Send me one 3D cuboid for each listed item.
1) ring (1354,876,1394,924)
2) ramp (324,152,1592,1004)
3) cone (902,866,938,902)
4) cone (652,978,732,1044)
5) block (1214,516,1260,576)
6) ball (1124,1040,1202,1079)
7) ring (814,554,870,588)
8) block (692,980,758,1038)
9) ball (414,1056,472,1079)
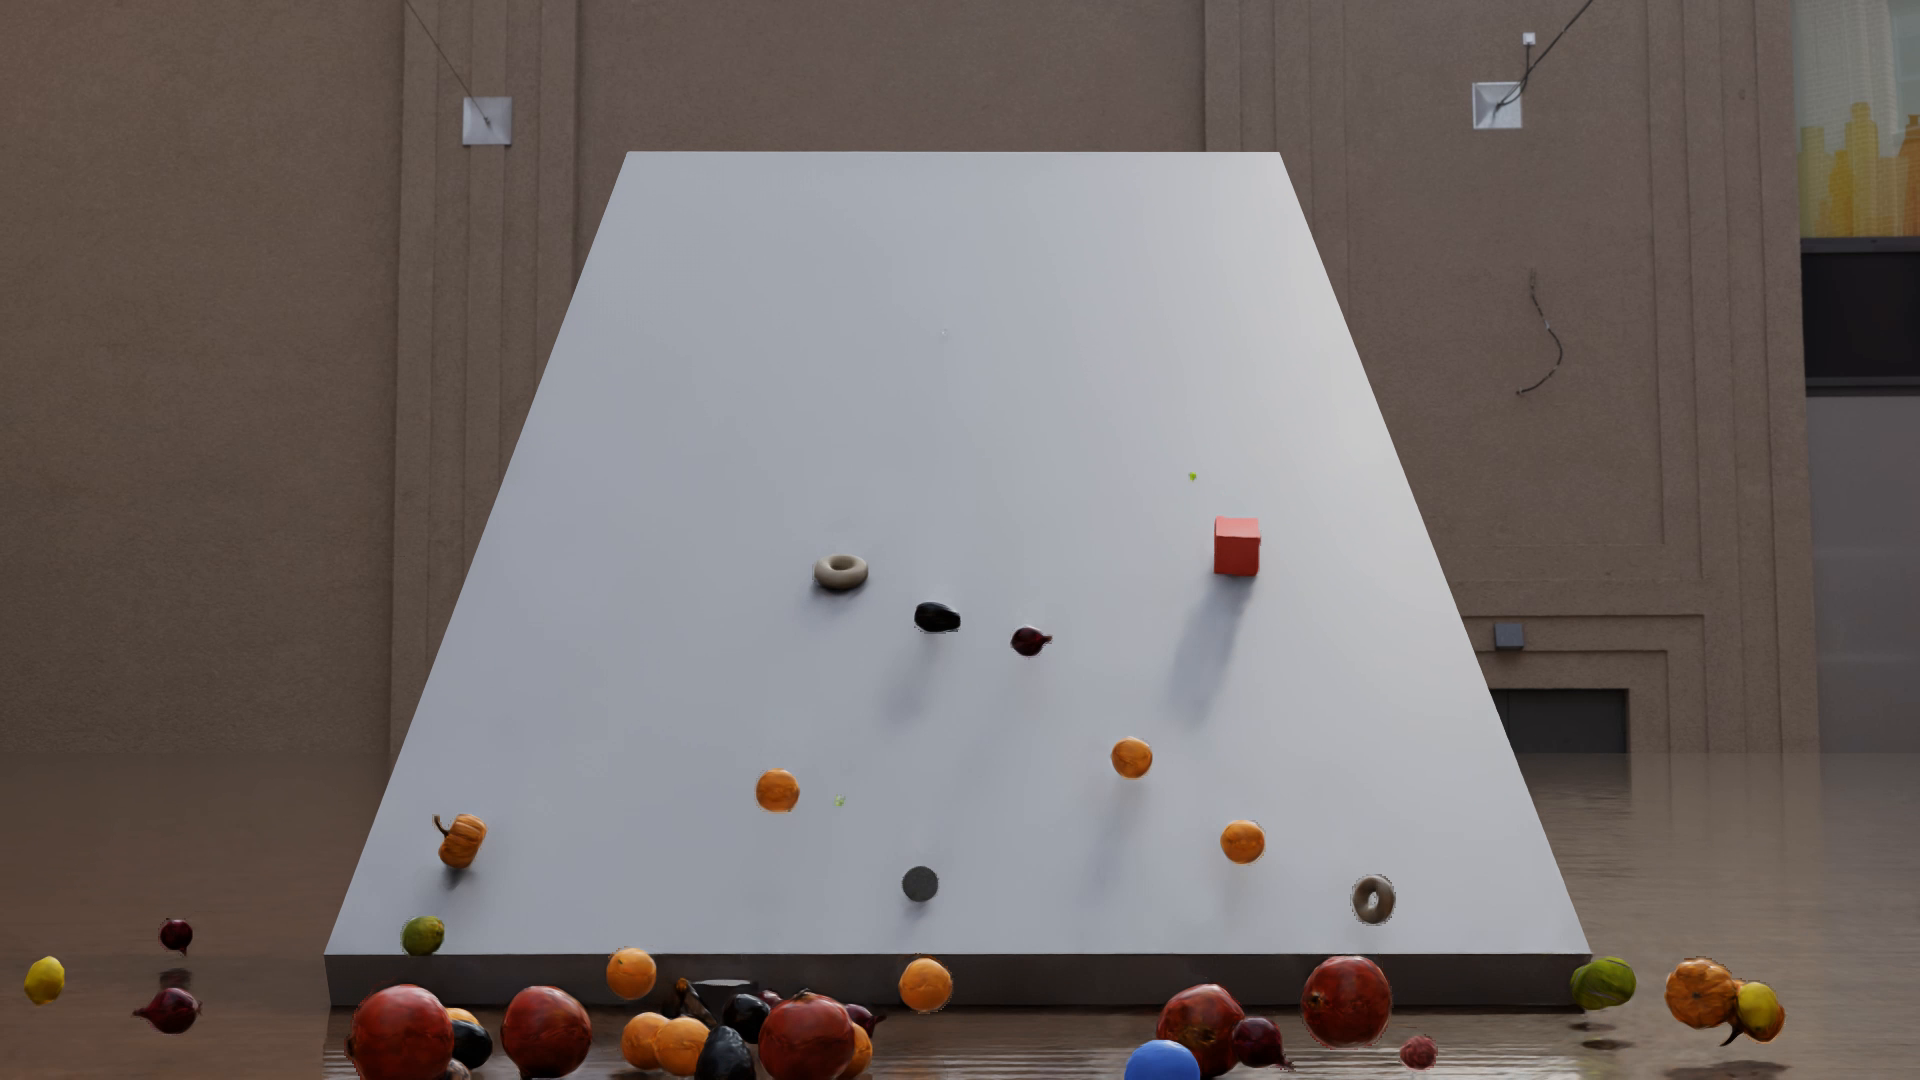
[{"bbox_3d":[0.658,0.572,3.781,0.025,0.076,0.076,11,-11,-40],"label":"ring"},{"bbox_3d":[-0.011,-0.225,5.548,2.000,0.100,4.000,0,27,0],"label":"ramp"},{"bbox_3d":[-0.068,0.560,3.900,0.059,0.059,0.059,1,1,-7],"label":"cone"},{"bbox_3d":[-0.362,0.677,3.320,0.100,0.100,0.100,29,-13,-14],"label":"cone"},{"bbox_3d":[0.568,0.013,4.890,0.088,0.088,0.088,2,28,4],"label":"block"},{"bbox_3d":[0.225,0.599,2.643,0.085,0.085,0.085,0,-5,0],"label":"ball"},{"bbox_3d":[-0.241,0.064,4.843,0.113,0.038,0.113,1,27,-1],"label":"ring"},{"bbox_3d":[-0.339,0.671,3.402,0.073,0.073,0.073,-3,-6,29],"label":"block"},{"bbox_3d":[-0.575,0.609,2.647,0.066,0.066,0.066,0,-5,0],"label":"ball"}]
